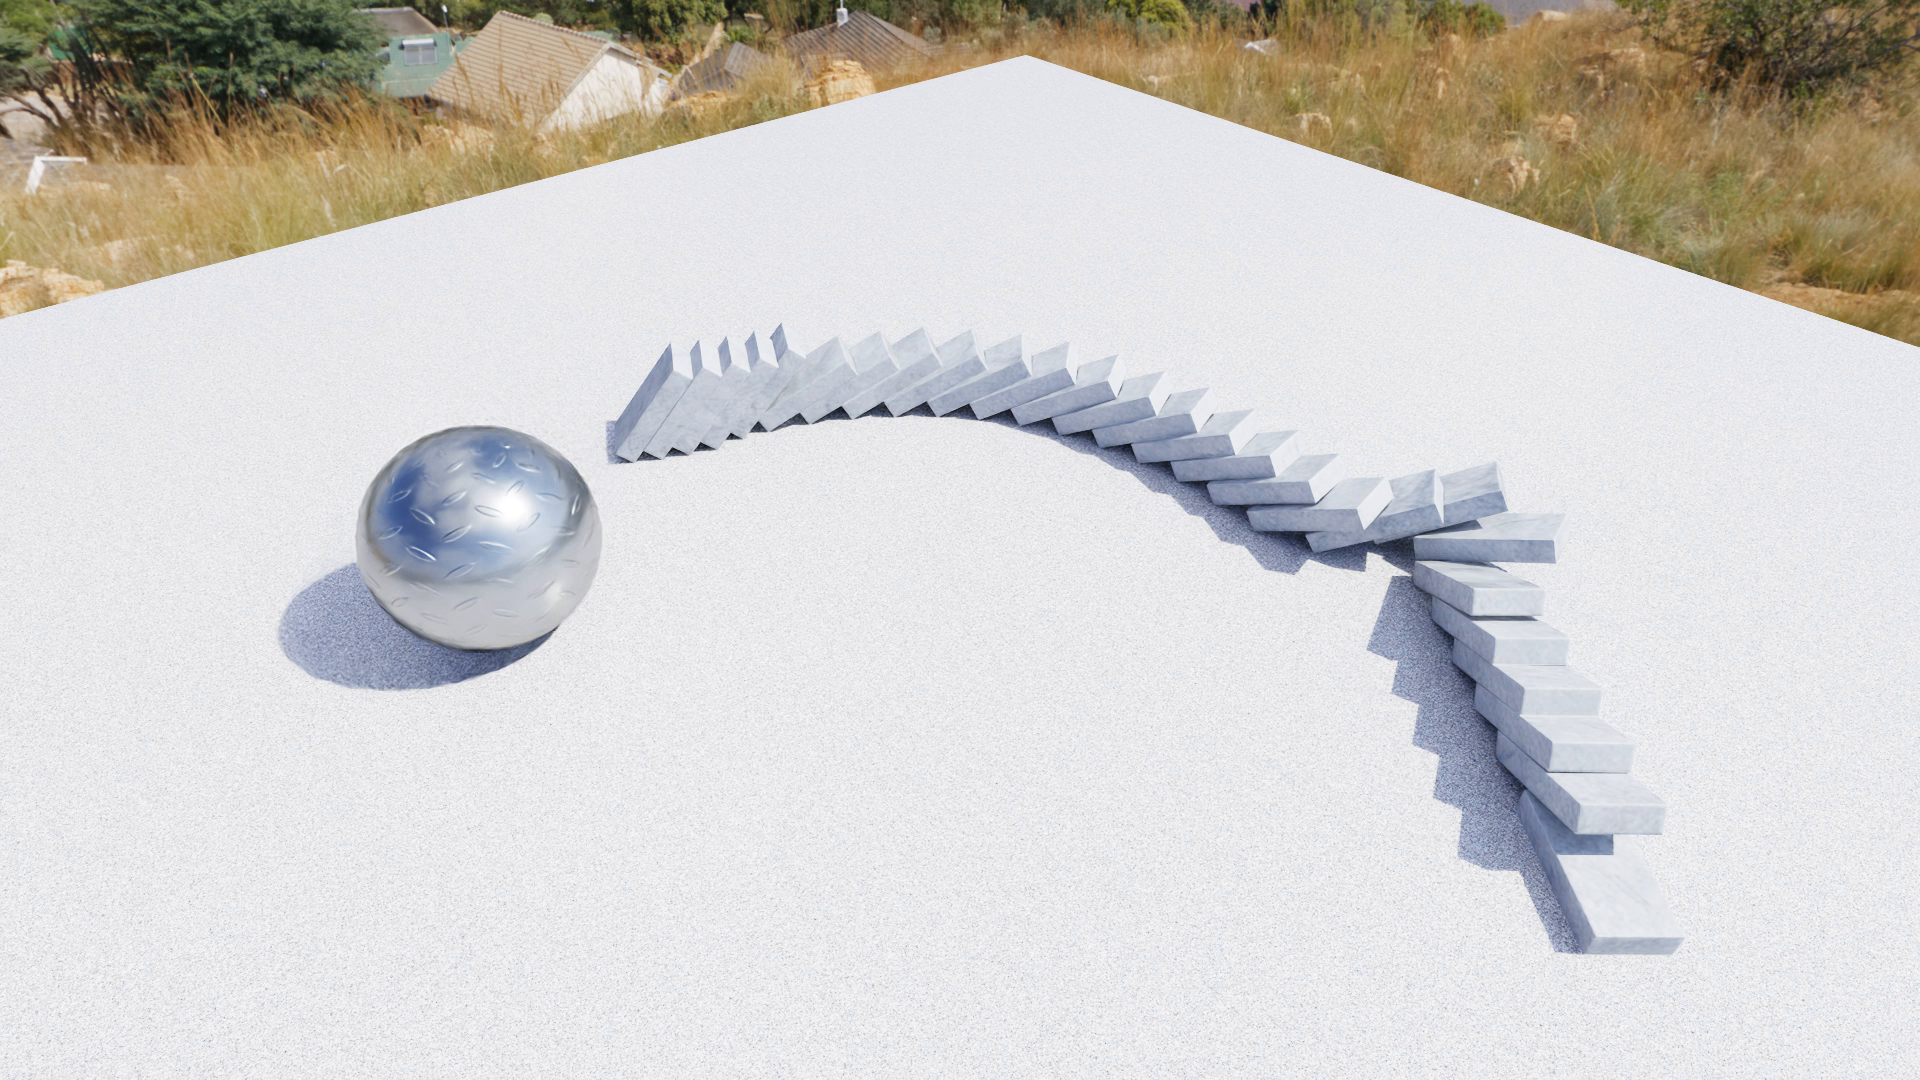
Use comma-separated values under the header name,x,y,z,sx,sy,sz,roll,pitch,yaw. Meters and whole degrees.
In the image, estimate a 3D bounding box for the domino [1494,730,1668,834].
name,x,y,z,sx,sy,sz,roll,pitch,yaw
domino,0.189,0.073,0.338,0.025,0.010,0.050,0,15,0

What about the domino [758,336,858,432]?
name,x,y,z,sx,sy,sz,roll,pitch,yaw
domino,-0.073,-0.073,0.515,0.050,0.009,0.025,-31,40,8

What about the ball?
name,x,y,z,sx,sy,sz,roll,pitch,yaw
ball,-0.168,-0.001,0.389,0.080,0.080,0.080,0,39,0

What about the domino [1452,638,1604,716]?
name,x,y,z,sx,sy,sz,roll,pitch,yaw
domino,0.190,0.045,0.371,0.025,0.010,0.050,1,14,0

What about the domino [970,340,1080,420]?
name,x,y,z,sx,sy,sz,roll,pitch,yaw
domino,0.030,-0.075,0.517,0.050,0.009,0.025,-18,33,24

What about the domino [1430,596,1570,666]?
name,x,y,z,sx,sy,sz,roll,pitch,yaw
domino,0.190,0.031,0.389,0.025,0.009,0.050,0,14,0

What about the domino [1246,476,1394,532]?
name,x,y,z,sx,sy,sz,roll,pitch,yaw
domino,0.144,-0.014,0.441,0.025,0.010,0.050,-38,23,-32

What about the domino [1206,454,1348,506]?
name,x,y,z,sx,sy,sz,roll,pitch,yaw
domino,0.130,-0.025,0.455,0.025,0.010,0.050,-35,21,-32

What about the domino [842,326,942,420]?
name,x,y,z,sx,sy,sz,roll,pitch,yaw
domino,-0.034,-0.080,0.523,0.050,0.010,0.025,-29,40,9

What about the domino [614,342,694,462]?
name,x,y,z,sx,sy,sz,roll,pitch,yaw
domino,-0.137,-0.061,0.491,0.010,0.050,0.025,26,26,-33

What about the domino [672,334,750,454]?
name,x,y,z,sx,sy,sz,roll,pitch,yaw
domino,-0.113,-0.065,0.495,0.010,0.050,0.025,26,26,-33

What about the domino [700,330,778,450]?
name,x,y,z,sx,sy,sz,roll,pitch,yaw
domino,-0.102,-0.068,0.498,0.009,0.050,0.025,26,26,-33

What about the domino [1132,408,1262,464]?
name,x,y,z,sx,sy,sz,roll,pitch,yaw
domino,0.103,-0.045,0.481,0.050,0.009,0.025,-2,29,46

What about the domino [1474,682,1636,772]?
name,x,y,z,sx,sy,sz,roll,pitch,yaw
domino,0.190,0.059,0.354,0.025,0.010,0.050,1,14,0

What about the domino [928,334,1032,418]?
name,x,y,z,sx,sy,sz,roll,pitch,yaw
domino,0.009,-0.078,0.521,0.050,0.009,0.025,-21,35,19

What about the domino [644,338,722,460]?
name,x,y,z,sx,sy,sz,roll,pitch,yaw
domino,-0.125,-0.063,0.493,0.009,0.050,0.025,26,26,-33

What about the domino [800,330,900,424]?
name,x,y,z,sx,sy,sz,roll,pitch,yaw
domino,-0.054,-0.077,0.520,0.050,0.009,0.025,-30,40,8

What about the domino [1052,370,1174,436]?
name,x,y,z,sx,sy,sz,roll,pitch,yaw
domino,0.069,-0.062,0.502,0.050,0.010,0.025,-8,30,36

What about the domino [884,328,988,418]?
name,x,y,z,sx,sy,sz,roll,pitch,yaw
domino,-0.013,-0.080,0.523,0.050,0.009,0.025,-25,38,13

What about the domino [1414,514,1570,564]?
name,x,y,z,sx,sy,sz,roll,pitch,yaw
domino,0.206,-0.001,0.428,0.050,0.010,0.025,1,25,40

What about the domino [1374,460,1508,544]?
name,x,y,z,sx,sy,sz,roll,pitch,yaw
domino,0.190,-0.015,0.440,0.050,0.010,0.025,-17,23,30

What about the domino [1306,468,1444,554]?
name,x,y,z,sx,sy,sz,roll,pitch,yaw
domino,0.165,-0.011,0.438,0.050,0.009,0.025,-16,29,33

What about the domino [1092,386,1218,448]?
name,x,y,z,sx,sy,sz,roll,pitch,yaw
domino,0.087,-0.055,0.493,0.050,0.010,0.025,-6,29,40

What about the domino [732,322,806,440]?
name,x,y,z,sx,sy,sz,roll,pitch,yaw
domino,-0.091,-0.073,0.505,0.010,0.050,0.025,27,26,-34

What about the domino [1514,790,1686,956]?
name,x,y,z,sx,sy,sz,roll,pitch,yaw
domino,0.188,0.097,0.325,0.025,0.009,0.050,0,39,0

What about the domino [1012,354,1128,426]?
name,x,y,z,sx,sy,sz,roll,pitch,yaw
domino,0.051,-0.070,0.510,0.050,0.010,0.025,-13,31,31

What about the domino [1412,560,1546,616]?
name,x,y,z,sx,sy,sz,roll,pitch,yaw
domino,0.189,0.017,0.404,0.025,0.010,0.050,0,10,0

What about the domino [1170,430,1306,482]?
name,x,y,z,sx,sy,sz,roll,pitch,yaw
domino,0.118,-0.036,0.469,0.025,0.009,0.050,-36,22,-35
